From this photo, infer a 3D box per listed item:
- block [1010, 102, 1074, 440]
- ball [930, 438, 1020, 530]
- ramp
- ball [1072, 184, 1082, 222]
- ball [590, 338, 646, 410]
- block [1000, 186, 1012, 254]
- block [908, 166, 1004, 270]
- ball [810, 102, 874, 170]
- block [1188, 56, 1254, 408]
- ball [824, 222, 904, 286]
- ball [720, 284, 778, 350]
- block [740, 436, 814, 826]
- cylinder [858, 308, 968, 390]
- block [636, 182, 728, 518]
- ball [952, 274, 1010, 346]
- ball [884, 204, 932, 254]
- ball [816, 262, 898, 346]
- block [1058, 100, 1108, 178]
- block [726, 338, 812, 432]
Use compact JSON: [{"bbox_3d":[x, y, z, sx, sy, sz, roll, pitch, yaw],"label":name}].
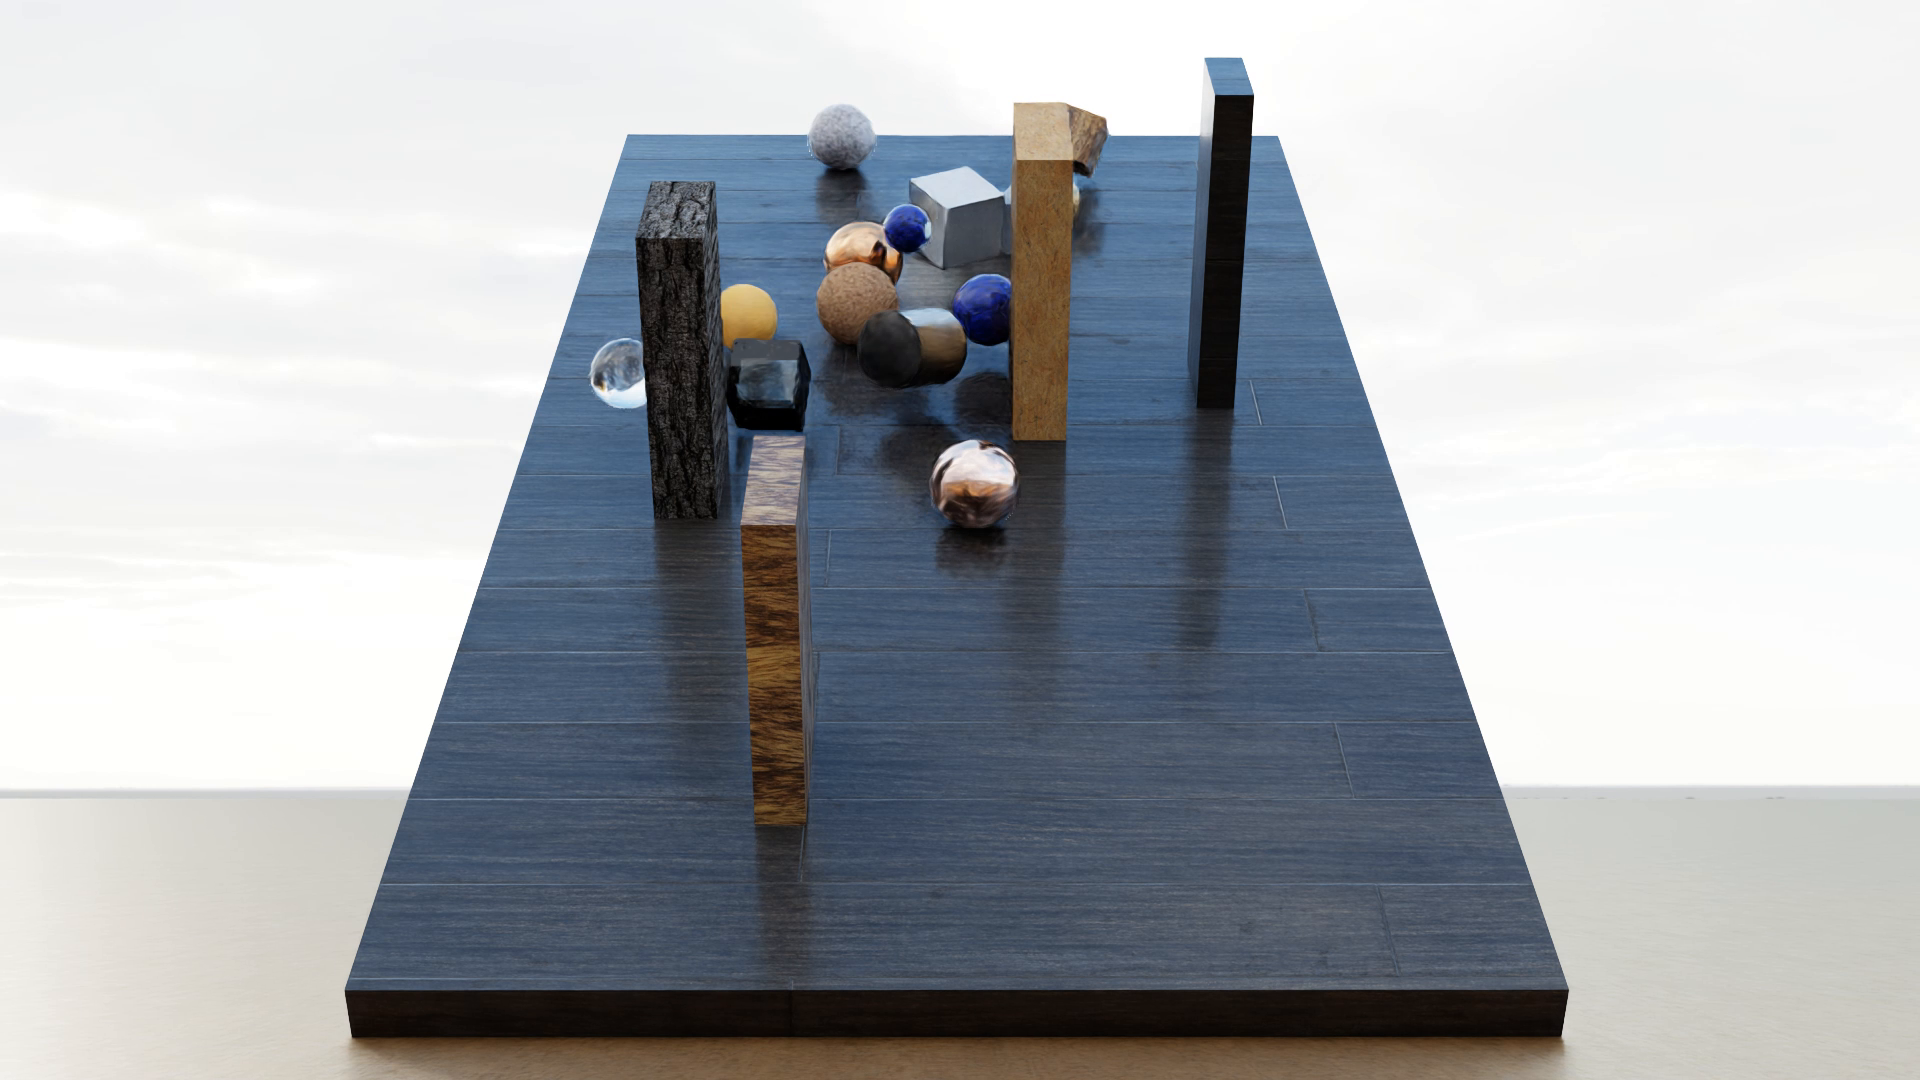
[{"bbox_3d":[0.186,-0.627,5.628,0.125,0.692,0.375,0,30,0],"label":"block"},{"bbox_3d":[0.032,-0.122,5.241,0.197,0.197,0.197,0,-6,0],"label":"ball"},{"bbox_3d":[-0.013,-0.212,5.698,2.000,0.100,4.000,0,30,0],"label":"ramp"},{"bbox_3d":[0.266,-0.941,6.717,0.145,0.145,0.145,0,-6,0],"label":"ball"},{"bbox_3d":[-0.768,-0.381,5.534,0.162,0.162,0.162,0,-6,0],"label":"ball"},{"bbox_3d":[0.182,-0.874,6.616,0.143,0.143,0.143,12,32,19],"label":"block"},{"bbox_3d":[-0.014,-0.875,6.552,0.186,0.186,0.186,-17,41,-28],"label":"block"},{"bbox_3d":[-0.348,-1.192,7.118,0.195,0.195,0.195,0,-6,0],"label":"ball"},{"bbox_3d":[0.613,-0.722,5.705,0.090,0.783,0.264,0,30,0],"label":"block"},{"bbox_3d":[-0.252,-0.728,6.290,0.208,0.208,0.208,0,-6,0],"label":"ball"},{"bbox_3d":[-0.540,-0.554,6.024,0.170,0.170,0.170,0,-6,0],"label":"ball"},{"bbox_3d":[-0.322,0.163,4.314,0.091,0.618,0.325,0,30,0],"label":"block"},{"bbox_3d":[-0.113,-0.453,5.698,0.186,0.186,0.186,-4,4,35],"label":"cylinder"},{"bbox_3d":[-0.603,-0.415,5.279,0.139,0.663,0.320,0,30,0],"label":"block"},{"bbox_3d":[0.071,-0.569,5.961,0.178,0.178,0.178,0,-6,0],"label":"ball"},{"bbox_3d":[-0.133,-0.793,6.142,0.124,0.124,0.124,0,-6,0],"label":"ball"},{"bbox_3d":[-0.258,-0.593,6.054,0.208,0.208,0.208,0,-6,0],"label":"ball"},{"bbox_3d":[0.332,-1.161,6.997,0.148,0.148,0.148,21,-4,9],"label":"block"},{"bbox_3d":[-0.444,-0.360,5.608,0.156,0.156,0.156,3,-23,8],"label":"block"}]
